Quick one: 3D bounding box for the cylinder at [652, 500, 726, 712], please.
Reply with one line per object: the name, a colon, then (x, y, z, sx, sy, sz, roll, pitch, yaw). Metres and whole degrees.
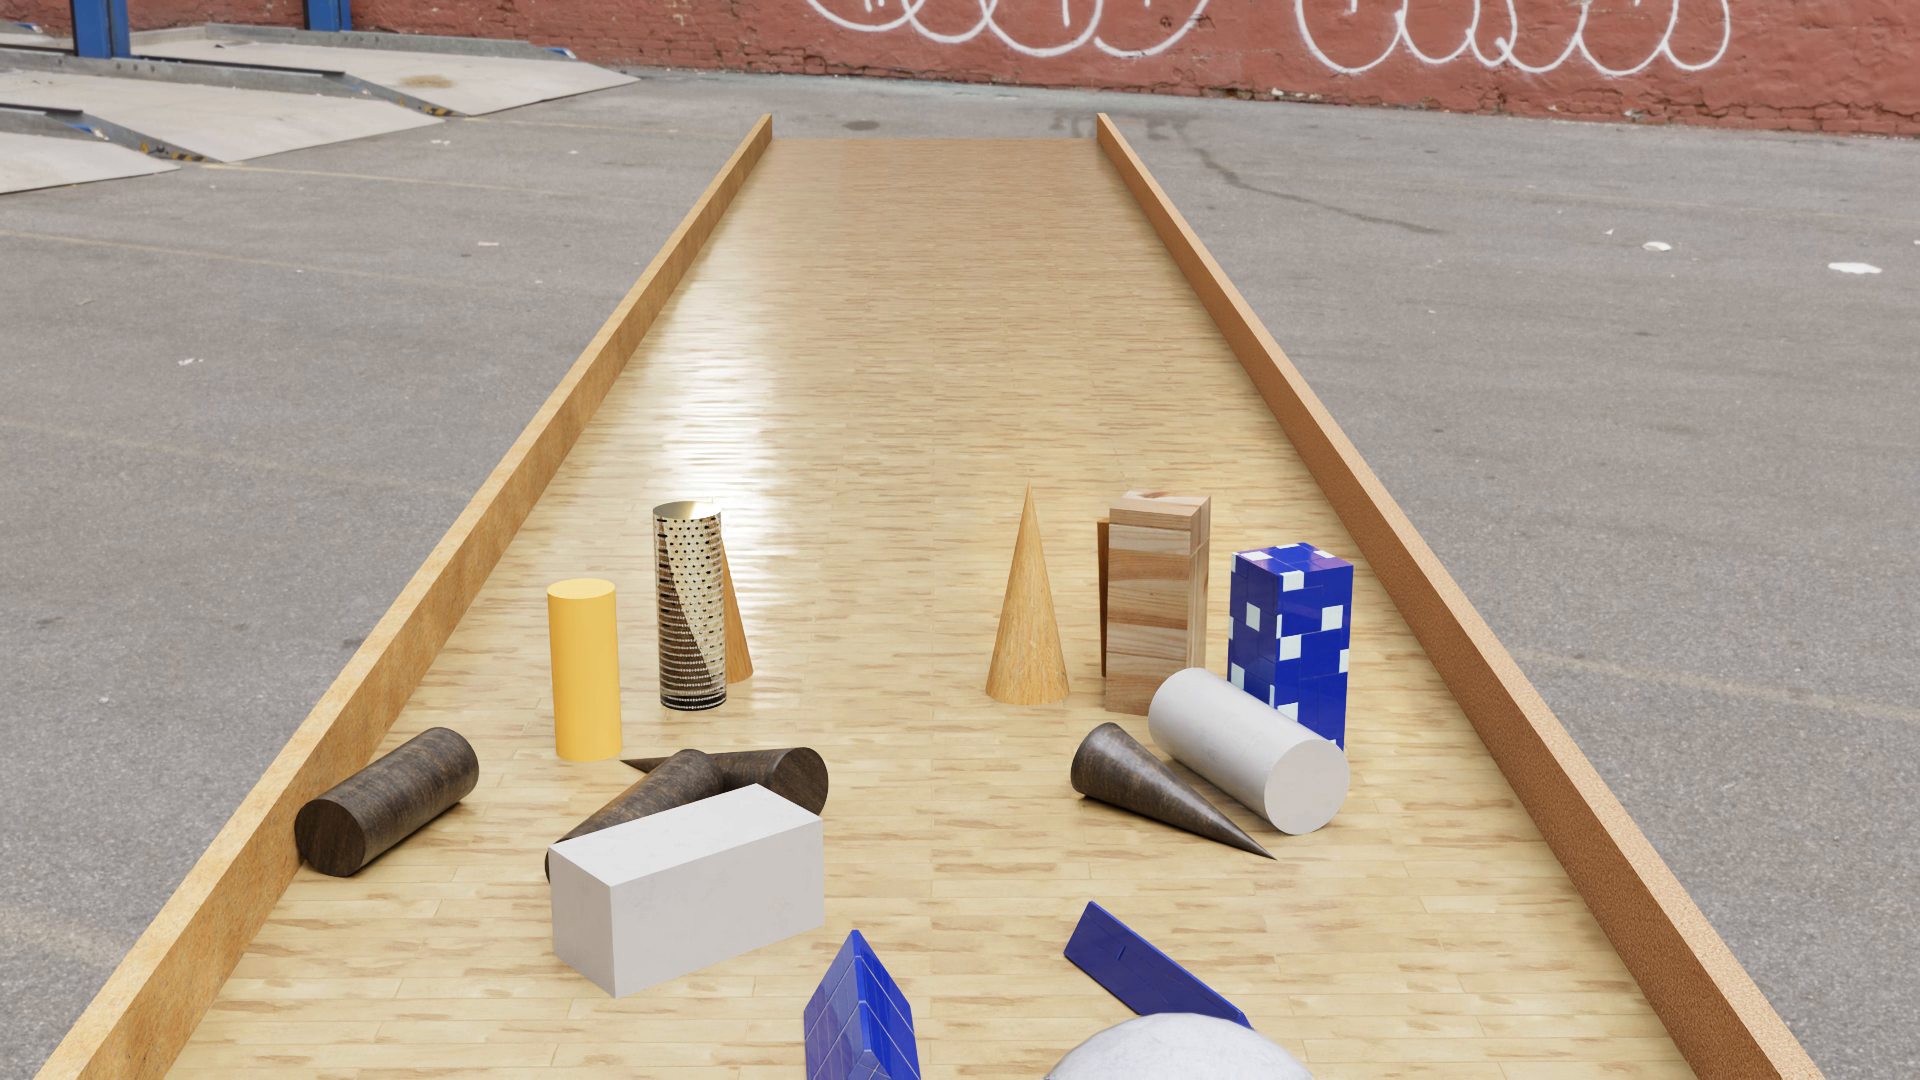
cylinder: (-0.509, 0.124, 4.149, 0.127, 0.376, 0.127, 0, 17, 0)

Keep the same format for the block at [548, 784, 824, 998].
block: (-0.396, 0.507, 3.220, 0.361, 0.172, 0.172, -13, 21, -38)

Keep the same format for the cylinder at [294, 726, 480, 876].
cylinder: (-0.928, 0.422, 3.579, 0.131, 0.131, 0.326, 6, 18, 19)

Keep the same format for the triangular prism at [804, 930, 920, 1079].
triangular prism: (-0.127, 0.636, 2.857, 0.144, 0.125, 0.328, -2, 17, -5)

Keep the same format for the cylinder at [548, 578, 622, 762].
cylinder: (-0.667, 0.231, 3.916, 0.118, 0.304, 0.118, 0, 17, 0)

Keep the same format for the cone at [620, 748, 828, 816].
cone: (-0.436, 0.400, 3.763, 0.453, 0.136, 0.136, 3, 14, 40)

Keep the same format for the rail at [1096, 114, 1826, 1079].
rail: (0.932, -0.844, 7.801, 0.050, 0.150, 12.000, 0, 17, -1)

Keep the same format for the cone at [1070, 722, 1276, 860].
cone: (0.371, 0.442, 3.625, 0.133, 0.133, 0.392, -16, 33, -43)

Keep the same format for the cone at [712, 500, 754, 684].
cone: (-0.478, 0.089, 4.293, 0.139, 0.362, 0.139, 0, 17, 0)

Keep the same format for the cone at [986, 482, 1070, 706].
cone: (0.130, 0.088, 4.190, 0.163, 0.422, 0.163, 0, 17, 0)

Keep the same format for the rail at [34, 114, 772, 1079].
rail: (-1.118, -0.838, 7.780, 0.050, 0.150, 12.000, 0, 17, -1)

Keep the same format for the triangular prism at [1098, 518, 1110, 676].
triangular prism: (0.363, 0.100, 4.322, 0.154, 0.317, 0.134, 1, 17, 14)

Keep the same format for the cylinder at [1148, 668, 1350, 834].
cylinder: (0.486, 0.354, 3.745, 0.166, 0.166, 0.375, -8, 18, -24)

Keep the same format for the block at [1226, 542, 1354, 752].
block: (0.579, 0.208, 3.886, 0.152, 0.366, 0.152, -8, 18, -24)

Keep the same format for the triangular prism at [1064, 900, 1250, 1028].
triangular prism: (0.279, 0.607, 3.044, 0.088, 0.076, 0.377, -8, 19, -27)

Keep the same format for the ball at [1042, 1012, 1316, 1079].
ball: (0.229, 0.681, 2.290, 0.370, 0.370, 0.370, 0, 17, 0)

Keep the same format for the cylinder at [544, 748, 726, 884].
cylinder: (-0.512, 0.453, 3.506, 0.113, 0.113, 0.384, 6, 18, 20)

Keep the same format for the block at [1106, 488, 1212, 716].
block: (0.372, 0.119, 4.130, 0.153, 0.397, 0.153, 6, 18, 19)
